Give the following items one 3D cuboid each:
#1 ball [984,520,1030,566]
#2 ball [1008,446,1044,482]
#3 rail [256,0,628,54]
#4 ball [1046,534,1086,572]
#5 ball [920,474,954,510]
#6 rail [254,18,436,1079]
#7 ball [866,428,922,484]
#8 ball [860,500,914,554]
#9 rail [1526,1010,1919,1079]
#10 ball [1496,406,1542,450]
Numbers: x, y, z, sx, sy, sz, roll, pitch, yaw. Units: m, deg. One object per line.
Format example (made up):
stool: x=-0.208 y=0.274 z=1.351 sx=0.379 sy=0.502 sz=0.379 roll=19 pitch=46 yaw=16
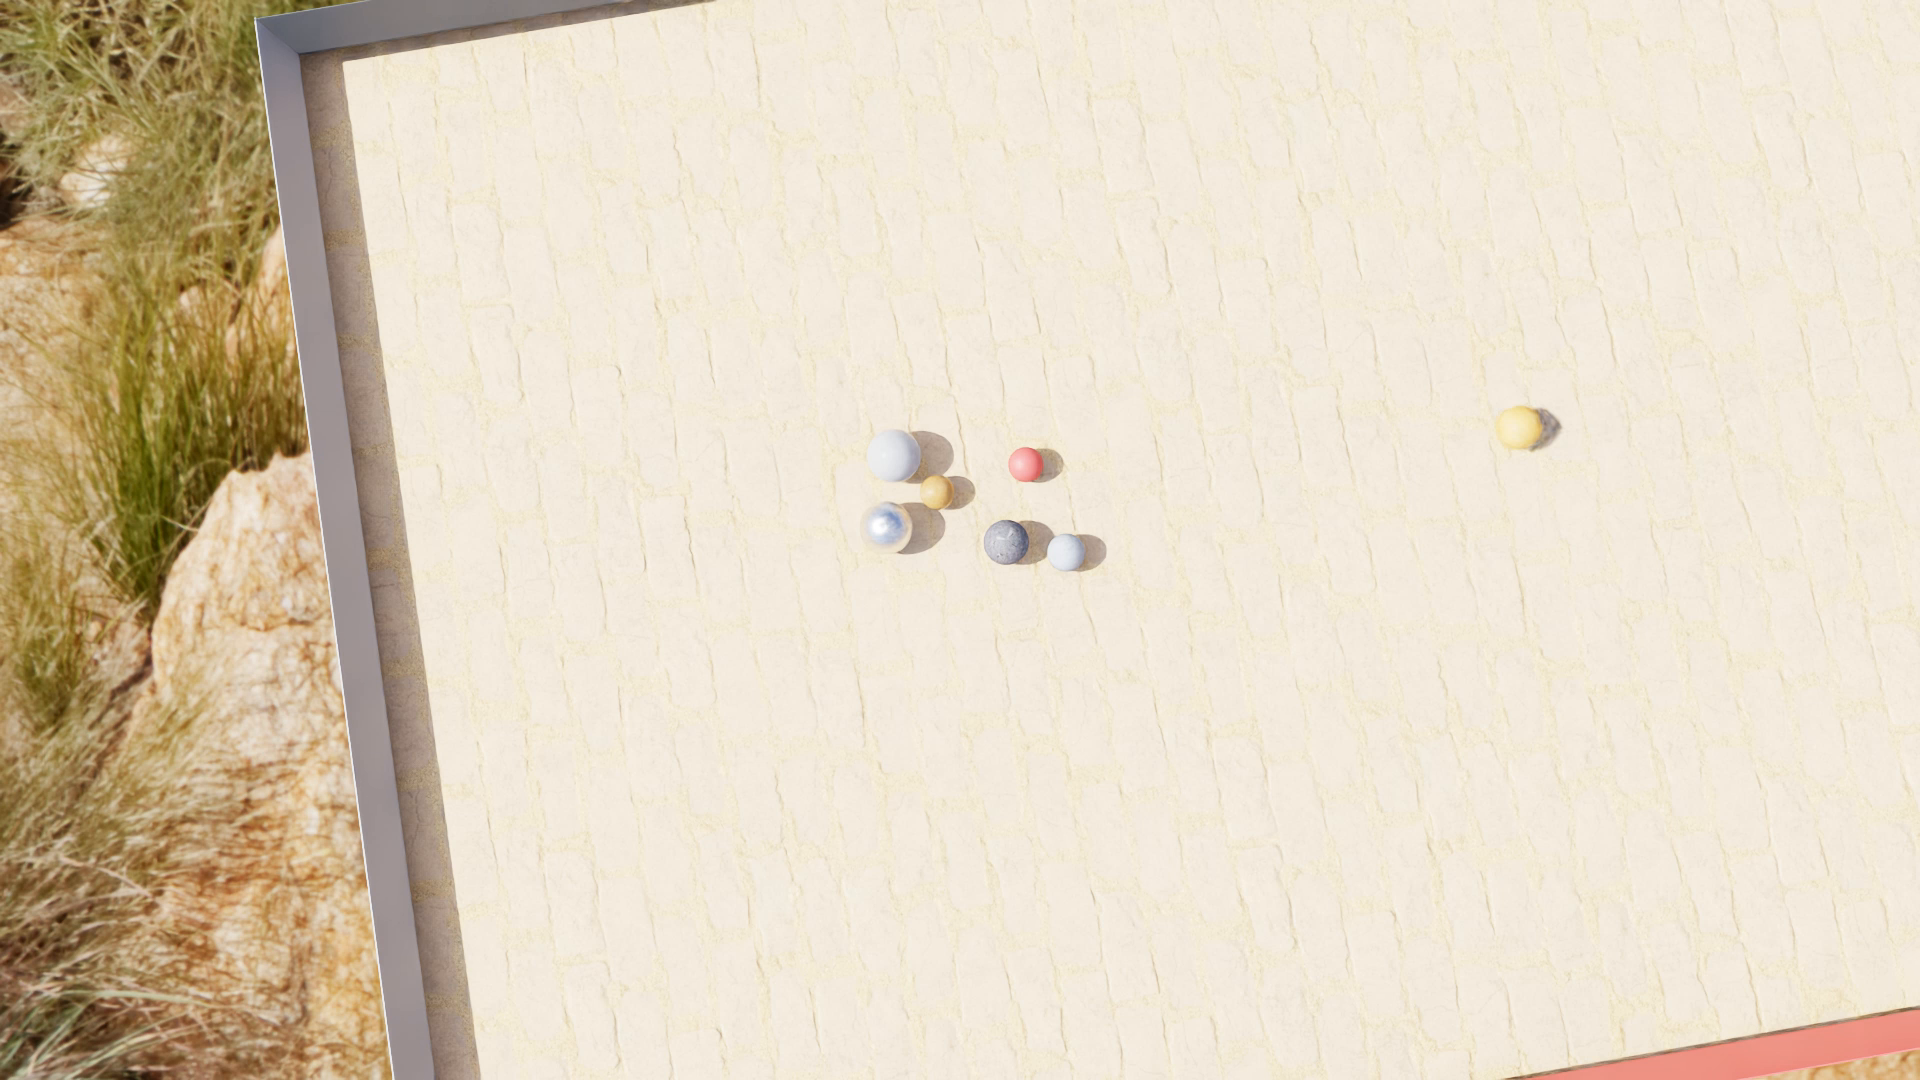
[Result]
ball: x=0.069 y=0.004 z=3.268 sx=0.068 sy=0.068 sz=0.068 roll=0 pitch=82 yaw=0
ball: x=0.099 y=-0.113 z=3.293 sx=0.053 sy=0.053 sz=0.053 roll=0 pitch=82 yaw=0
rail: x=0.746 y=-1.061 z=3.403 sx=3.662 sy=0.106 sz=0.045 roll=-10 pitch=82 yaw=-1
ball: x=0.158 y=0.019 z=3.271 sx=0.057 sy=0.057 sz=0.057 roll=0 pitch=82 yaw=0
ball: x=-0.034 y=-0.071 z=3.287 sx=0.053 sy=0.053 sz=0.053 roll=0 pitch=82 yaw=0
rail: x=-0.879 y=0.146 z=3.228 sx=0.045 sy=0.106 sz=1.902 roll=-10 pitch=82 yaw=-1
ball: x=-0.098 y=-0.125 z=3.280 sx=0.082 sy=0.082 sz=0.082 roll=0 pitch=82 yaw=0
ball: x=-0.109 y=-0.018 z=3.265 sx=0.080 sy=0.080 sz=0.080 roll=0 pitch=82 yaw=0
rail: x=1.059 y=0.749 z=3.140 sx=3.662 sy=0.106 sz=0.045 roll=-10 pitch=82 yaw=-1
ball: x=0.837 y=-0.168 z=3.294 sx=0.066 sy=0.066 sz=0.066 roll=0 pitch=82 yaw=0
